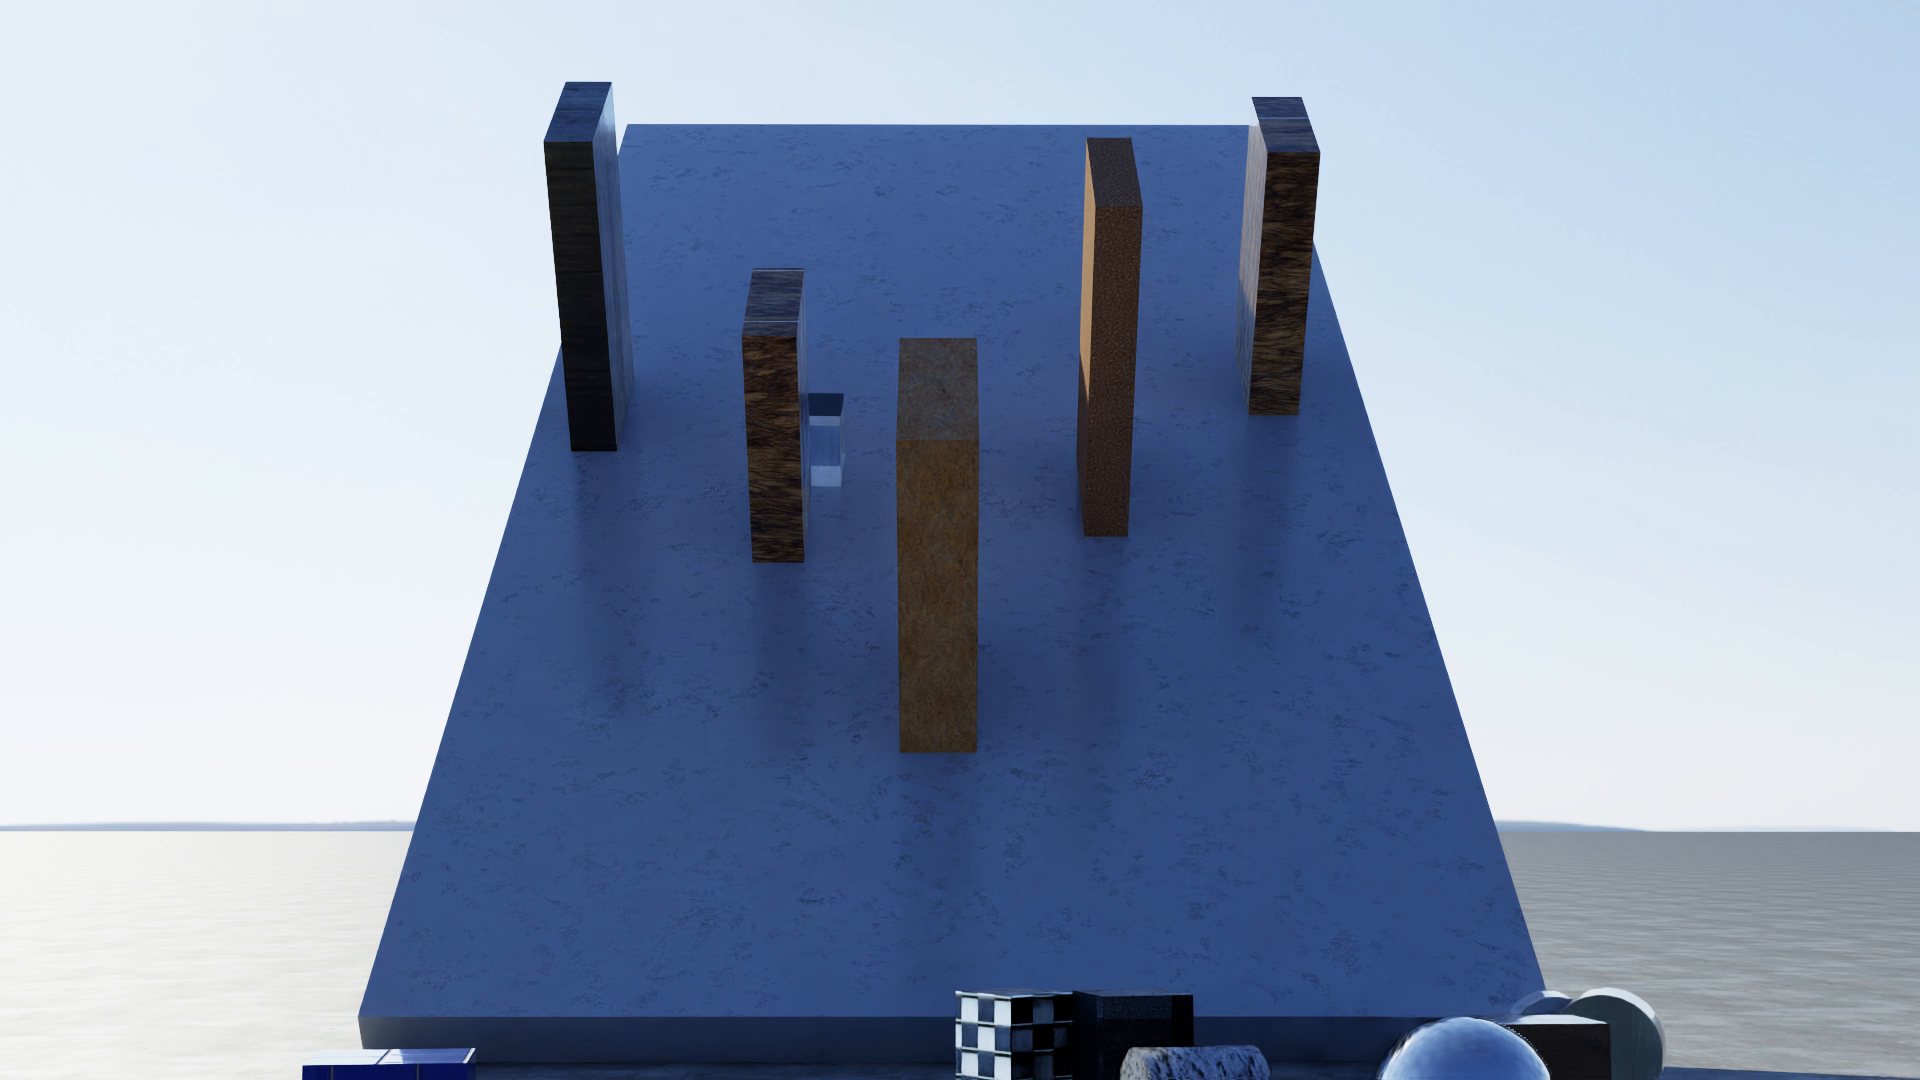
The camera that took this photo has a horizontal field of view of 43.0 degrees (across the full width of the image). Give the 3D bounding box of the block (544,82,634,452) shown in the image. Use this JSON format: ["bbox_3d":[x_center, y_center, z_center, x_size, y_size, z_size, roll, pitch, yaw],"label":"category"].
[{"bbox_3d":[-0.859,-0.635,5.673,0.107,0.773,0.368,0,31,0],"label":"block"}]

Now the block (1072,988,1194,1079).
[{"bbox_3d":[0.262,0.760,3.700,0.143,0.143,0.143,2,-7,-16],"label":"block"}]

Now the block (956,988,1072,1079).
[{"bbox_3d":[0.090,0.775,3.800,0.138,0.138,0.138,5,-8,-37],"label":"block"}]

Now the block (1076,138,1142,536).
[{"bbox_3d":[0.324,-0.442,5.348,0.097,0.789,0.373,0,31,0],"label":"block"}]

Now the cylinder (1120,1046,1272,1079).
[{"bbox_3d":[0.271,0.656,2.802,0.143,0.143,0.143,2,-7,-13],"label":"cylinder"}]

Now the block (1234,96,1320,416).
[{"bbox_3d":[0.757,-0.682,5.854,0.121,0.677,0.349,0,31,0],"label":"block"}]

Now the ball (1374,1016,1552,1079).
[{"bbox_3d":[0.528,0.600,2.553,0.196,0.196,0.196,0,-7,0],"label":"ball"}]

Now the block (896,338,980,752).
[{"bbox_3d":[-0.042,0.010,4.697,0.149,0.688,0.408,0,31,0],"label":"block"}]

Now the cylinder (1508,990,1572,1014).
[{"bbox_3d":[0.910,0.767,3.735,0.139,0.139,0.139,-1,-7,7],"label":"cylinder"}]

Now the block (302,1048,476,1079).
[{"bbox_3d":[-0.583,0.610,2.490,0.161,0.161,0.161,1,-7,-8],"label":"block"}]

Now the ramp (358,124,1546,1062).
[{"bbox_3d":[-0.014,-0.198,5.801,2.000,0.100,4.000,0,31,0],"label":"ramp"}]

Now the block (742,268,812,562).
[{"bbox_3d":[-0.395,-0.271,5.295,0.112,0.547,0.333,0,31,0],"label":"block"}]

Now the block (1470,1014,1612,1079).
[{"bbox_3d":[0.738,0.691,3.127,0.148,0.148,0.148,1,-7,-6],"label":"block"}]

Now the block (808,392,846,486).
[{"bbox_3d":[-0.349,-0.232,5.606,0.158,0.158,0.158,1,31,1],"label":"block"}]

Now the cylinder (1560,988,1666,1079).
[{"bbox_3d":[0.932,0.730,3.505,0.159,0.159,0.159,-2,-7,17],"label":"cylinder"}]
